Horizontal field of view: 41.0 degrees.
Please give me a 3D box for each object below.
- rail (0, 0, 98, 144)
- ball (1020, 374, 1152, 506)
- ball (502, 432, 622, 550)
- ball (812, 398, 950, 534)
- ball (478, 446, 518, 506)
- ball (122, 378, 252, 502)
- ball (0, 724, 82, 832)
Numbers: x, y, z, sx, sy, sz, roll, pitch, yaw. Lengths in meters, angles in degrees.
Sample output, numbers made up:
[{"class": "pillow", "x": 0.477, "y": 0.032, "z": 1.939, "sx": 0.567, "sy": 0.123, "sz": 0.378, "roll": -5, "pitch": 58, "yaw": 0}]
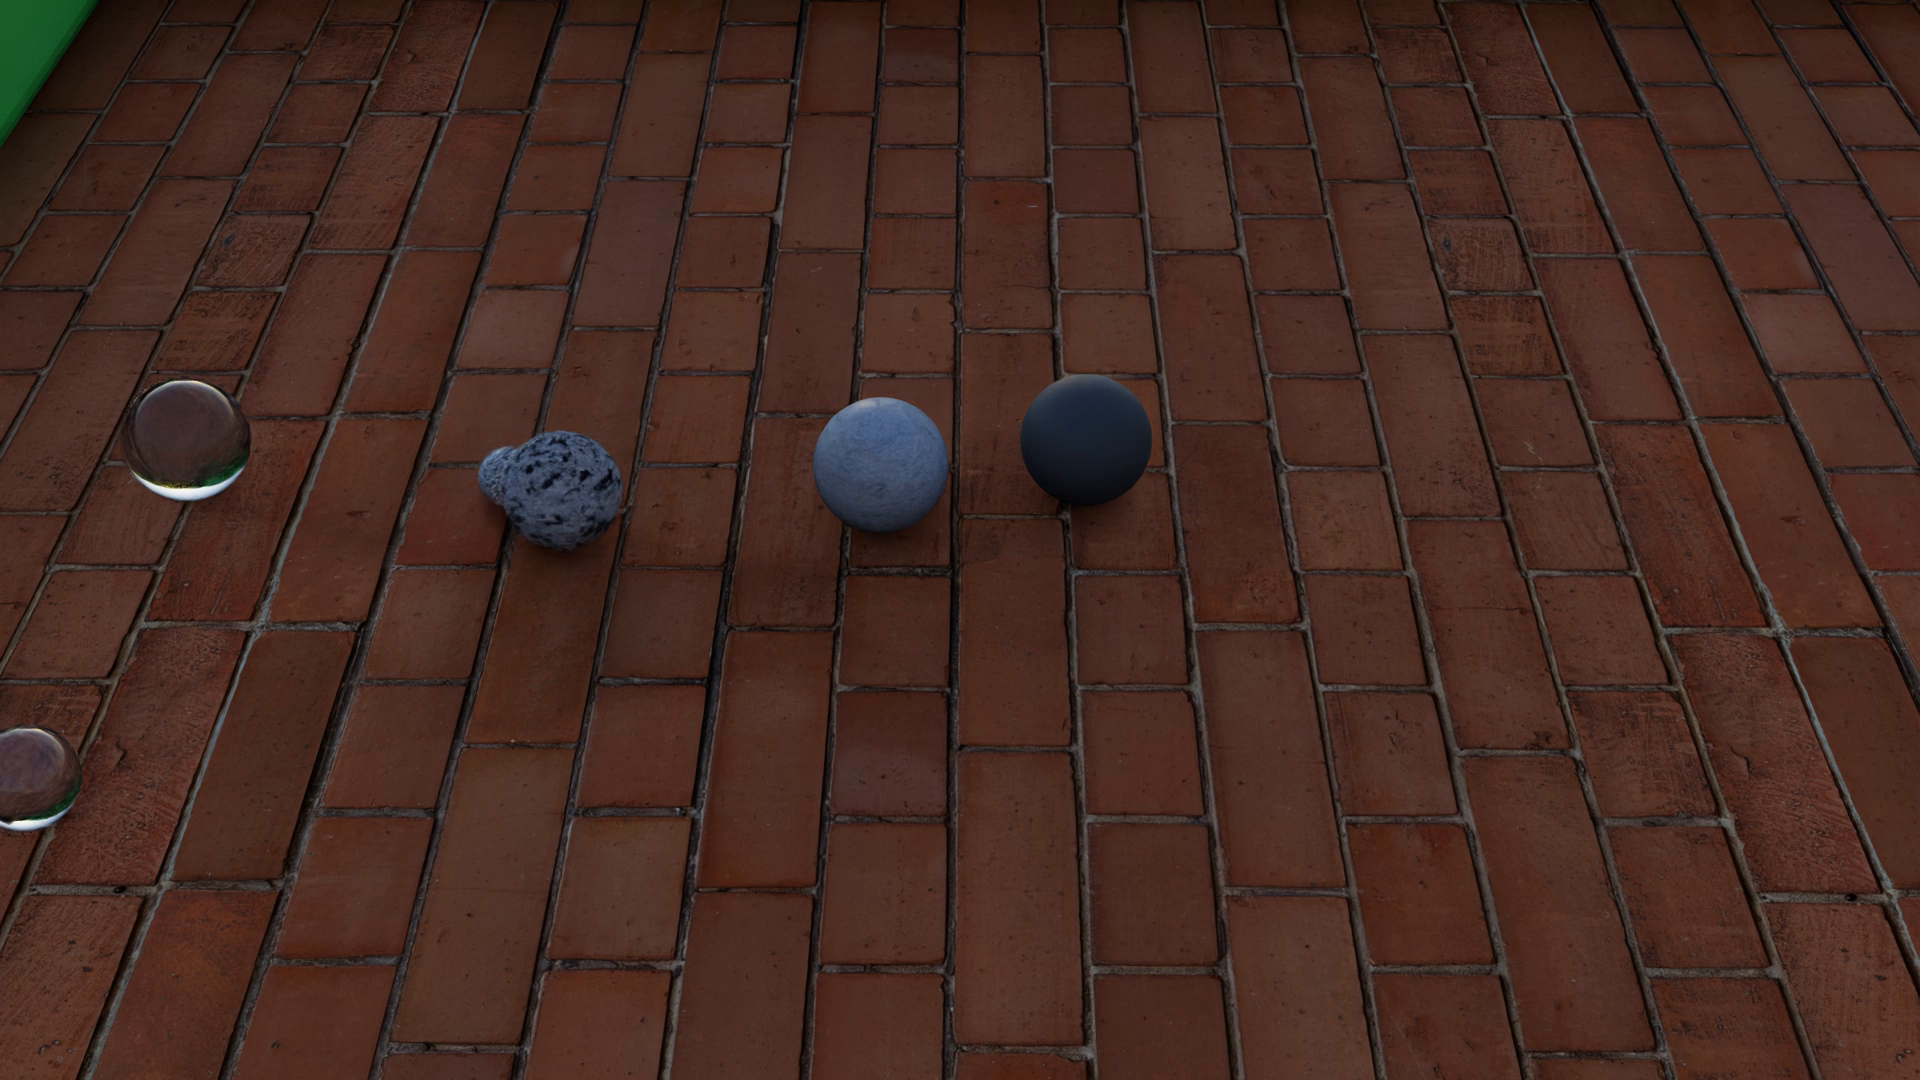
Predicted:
[{"class": "rail", "x": -0.822, "y": -0.023, "z": 1.692, "sx": 0.045, "sy": 0.121, "sz": 1.965, "roll": 0, "pitch": 36, "yaw": 0}, {"class": "ball", "x": 0.088, "y": -0.070, "z": 1.785, "sx": 0.092, "sy": 0.092, "sz": 0.092, "roll": 0, "pitch": 36, "yaw": 0}, {"class": "ball", "x": -0.271, "y": -0.033, "z": 1.743, "sx": 0.081, "sy": 0.081, "sz": 0.081, "roll": 0, "pitch": 36, "yaw": 0}, {"class": "ball", "x": -0.054, "y": -0.051, "z": 1.758, "sx": 0.093, "sy": 0.093, "sz": 0.093, "roll": 0, "pitch": 36, "yaw": 0}, {"class": "ball", "x": -0.315, "y": -0.044, "z": 1.792, "sx": 0.042, "sy": 0.042, "sz": 0.042, "roll": 0, "pitch": 36, "yaw": 0}, {"class": "ball", "x": -0.539, "y": -0.070, "z": 1.790, "sx": 0.086, "sy": 0.086, "sz": 0.086, "roll": 0, "pitch": 36, "yaw": 0}, {"class": "ball", "x": -0.552, "y": 0.141, "z": 1.517, "sx": 0.064, "sy": 0.064, "sz": 0.064, "roll": 0, "pitch": 36, "yaw": 0}]
